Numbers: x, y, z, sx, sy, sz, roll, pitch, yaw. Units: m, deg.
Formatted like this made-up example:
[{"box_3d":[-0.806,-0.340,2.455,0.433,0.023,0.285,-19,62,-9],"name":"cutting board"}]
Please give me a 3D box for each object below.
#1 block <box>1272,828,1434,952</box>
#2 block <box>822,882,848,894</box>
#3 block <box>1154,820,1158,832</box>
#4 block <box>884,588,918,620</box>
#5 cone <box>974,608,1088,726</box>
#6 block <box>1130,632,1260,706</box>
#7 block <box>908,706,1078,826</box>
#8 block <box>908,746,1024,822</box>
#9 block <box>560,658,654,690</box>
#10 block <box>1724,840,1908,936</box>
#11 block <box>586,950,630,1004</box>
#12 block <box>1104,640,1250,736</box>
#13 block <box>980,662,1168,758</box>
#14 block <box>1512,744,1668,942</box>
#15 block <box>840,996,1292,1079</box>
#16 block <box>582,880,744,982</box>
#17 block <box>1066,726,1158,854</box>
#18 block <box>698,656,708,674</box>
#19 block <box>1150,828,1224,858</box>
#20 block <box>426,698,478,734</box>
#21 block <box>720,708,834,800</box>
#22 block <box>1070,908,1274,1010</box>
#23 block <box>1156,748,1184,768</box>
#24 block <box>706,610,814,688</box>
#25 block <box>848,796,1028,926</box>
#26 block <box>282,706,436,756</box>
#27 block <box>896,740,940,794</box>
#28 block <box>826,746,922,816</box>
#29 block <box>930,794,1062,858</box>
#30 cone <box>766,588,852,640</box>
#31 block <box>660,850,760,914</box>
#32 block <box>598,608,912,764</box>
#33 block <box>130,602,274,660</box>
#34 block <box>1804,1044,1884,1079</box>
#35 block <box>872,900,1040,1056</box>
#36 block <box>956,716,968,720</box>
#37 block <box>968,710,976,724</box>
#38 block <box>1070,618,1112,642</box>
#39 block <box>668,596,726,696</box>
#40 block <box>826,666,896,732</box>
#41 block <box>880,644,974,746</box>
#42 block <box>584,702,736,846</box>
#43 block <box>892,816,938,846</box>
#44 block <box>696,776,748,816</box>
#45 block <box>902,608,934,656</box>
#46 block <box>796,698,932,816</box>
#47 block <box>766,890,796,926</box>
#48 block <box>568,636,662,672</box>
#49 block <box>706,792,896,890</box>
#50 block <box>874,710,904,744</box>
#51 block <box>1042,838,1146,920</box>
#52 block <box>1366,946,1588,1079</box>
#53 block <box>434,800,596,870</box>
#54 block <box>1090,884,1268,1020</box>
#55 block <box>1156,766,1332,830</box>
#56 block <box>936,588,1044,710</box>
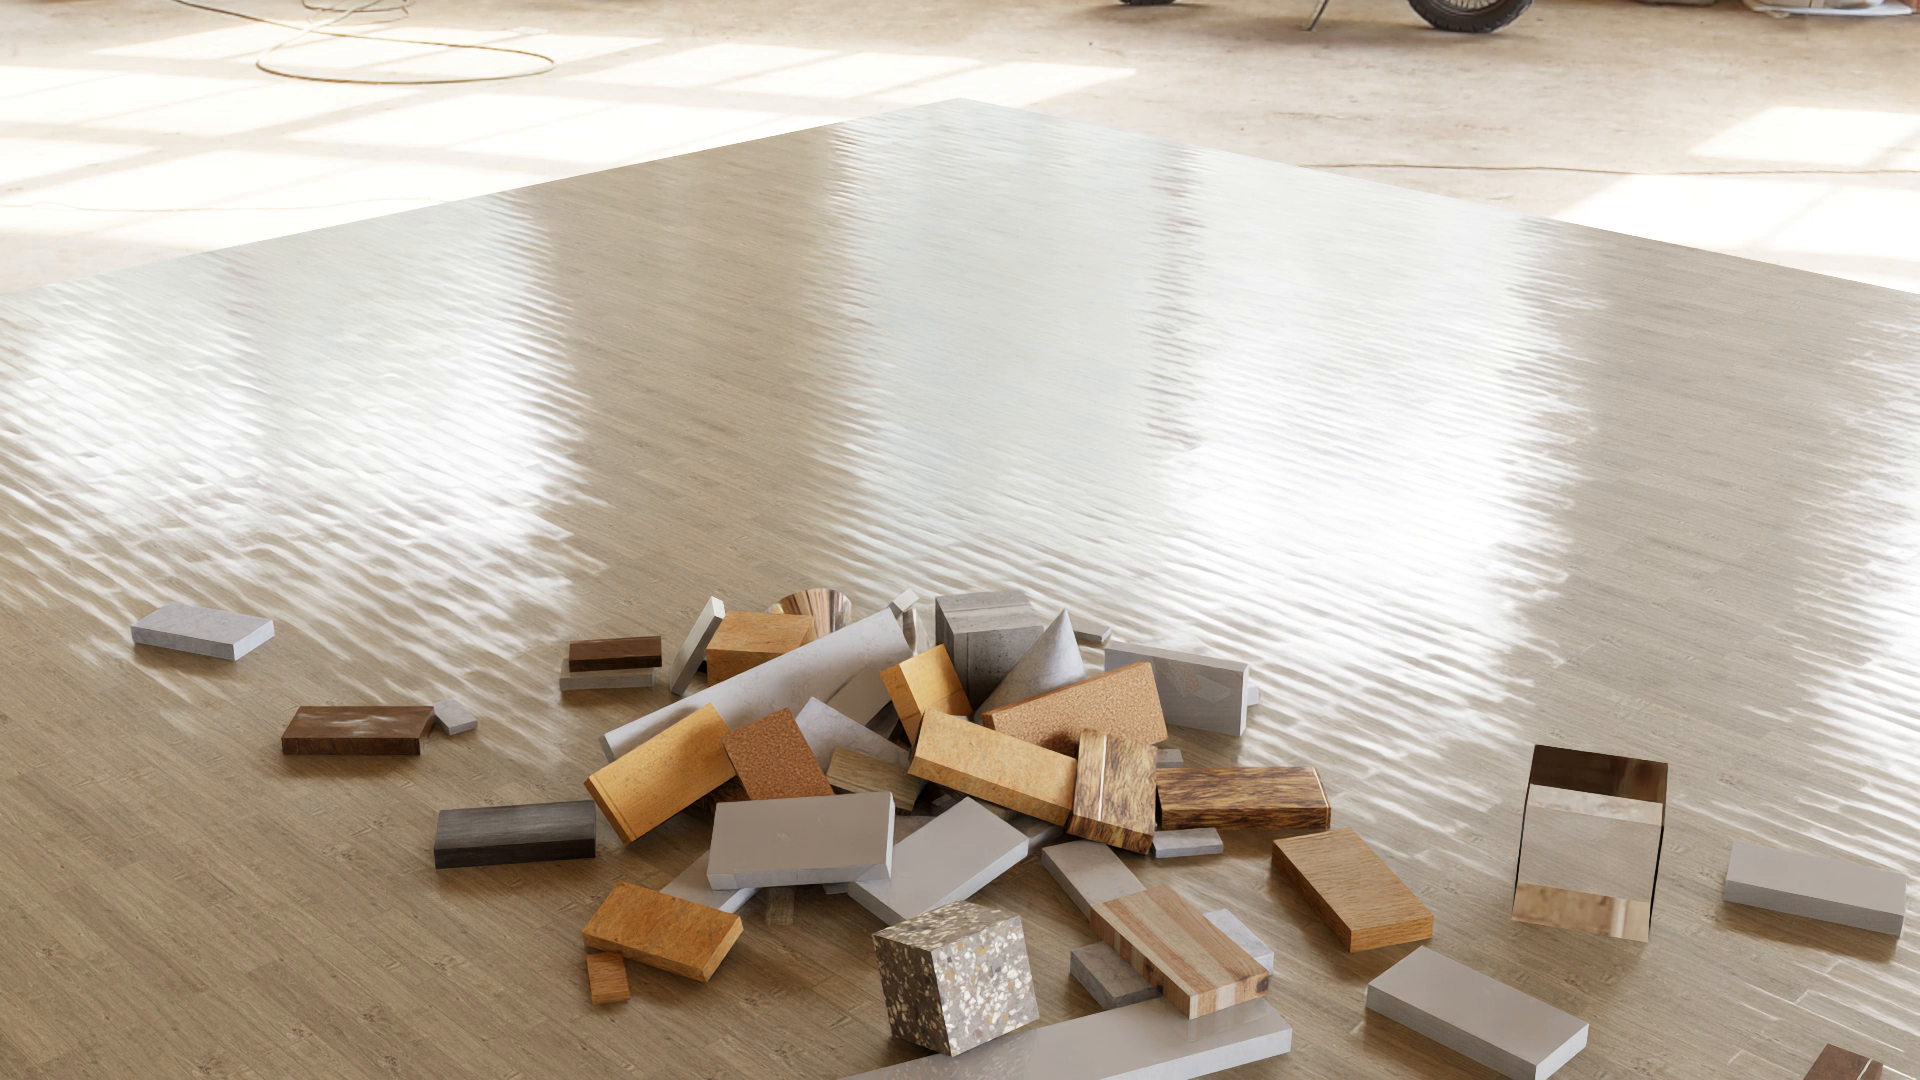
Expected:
[{"box_3d":[0.737,0.657,4.153,0.167,0.047,0.333,-7,24,-16],"name":"block"},{"box_3d":[-0.244,0.646,4.217,0.050,0.014,0.100,-4,23,-18],"name":"block"},{"box_3d":[0.321,0.565,4.404,0.135,0.019,0.067,-2,23,-6],"name":"block"},{"box_3d":[-0.166,0.179,5.120,0.033,0.117,0.234,45,10,2],"name":"block"},{"box_3d":[0.197,0.274,4.683,0.290,0.290,0.290,9,21,-4],"name":"cone"},{"box_3d":[0.529,0.301,4.994,0.156,0.044,0.312,-10,25,-22],"name":"block"},{"box_3d":[0.068,0.450,4.379,0.326,0.046,0.163,20,32,-4],"name":"block"},{"box_3d":[0.023,0.477,4.415,0.122,0.034,0.243,-22,48,-41],"name":"block"},{"box_3d":[-0.803,0.301,5.013,0.208,0.029,0.104,-2,23,-5],"name":"block"},{"box_3d":[1.617,0.656,4.157,0.312,0.044,0.156,10,25,21],"name":"block"},{"box_3d":[-0.627,0.776,3.907,0.065,0.018,0.130,-5,24,-13],"name":"block"},{"box_3d":[0.470,0.323,4.800,0.312,0.156,0.044,9,25,20],"name":"block"},{"box_3d":[0.243,0.390,4.599,0.400,0.169,0.048,-16,4,-28],"name":"block"},{"box_3d":[1.180,0.564,4.119,0.245,0.245,0.245,7,24,17],"name":"block"},{"box_3d":[0.098,0.885,3.615,0.932,0.047,0.167,-9,25,-21],"name":"block"},{"box_3d":[-0.541,0.709,3.993,0.262,0.037,0.131,11,43,25],"name":"block"},{"box_3d":[0.308,0.500,4.415,0.163,0.046,0.326,15,27,-2],"name":"block"},{"box_3d":[-0.521,0.252,5.125,0.117,0.033,0.234,16,28,33],"name":"block"},{"box_3d":[0.444,0.596,4.332,0.135,0.019,0.067,-3,23,-8],"name":"block"},{"box_3d":[-1.115,0.387,4.826,0.065,0.018,0.130,-15,27,-31],"name":"block"},{"box_3d":[-0.350,0.468,4.316,0.148,0.042,0.297,-23,45,-11],"name":"block"},{"box_3d":[0.378,0.754,3.925,0.323,0.046,0.162,-10,25,-23],"name":"block"},{"box_3d":[0.410,0.464,4.647,0.115,0.016,0.058,-1,23,-2],"name":"block"},{"box_3d":[-0.434,0.290,4.827,0.195,0.195,0.195,3,23,8],"name":"block"},{"box_3d":[-0.040,0.617,4.161,0.162,0.046,0.323,31,44,33],"name":"block"},{"box_3d":[-1.294,0.410,4.741,0.292,0.041,0.146,0,23,0],"name":"block"},{"box_3d":[-0.166,0.467,4.612,0.132,0.037,0.264,-13,26,-28],"name":"block"},{"box_3d":[-0.174,0.483,4.385,0.184,0.026,0.092,19,50,0],"name":"block"},{"box_3d":[0.073,0.557,4.403,0.243,0.034,0.122,19,29,37],"name":"block"},{"box_3d":[-0.321,0.272,4.987,0.231,0.231,0.231,-9,51,-19],"name":"cone"},{"box_3d":[-0.467,0.658,4.162,0.131,0.037,0.262,11,26,25],"name":"block"},{"box_3d":[-0.408,0.342,4.598,0.717,0.153,0.043,-23,-5,-32],"name":"block"},{"box_3d":[-1.792,0.214,5.203,0.292,0.041,0.146,8,24,19],"name":"block"},{"box_3d":[1.410,0.913,3.576,0.092,0.026,0.282,17,28,34],"name":"block"},{"box_3d":[-0.008,0.738,3.725,0.183,0.183,0.183,-16,9,-33],"name":"block"},{"box_3d":[0.002,0.423,4.442,0.050,0.014,0.191,6,35,-13],"name":"block"},{"box_3d":[0.015,0.429,4.707,0.114,0.032,0.228,18,29,37],"name":"block"},{"box_3d":[0.296,0.215,5.234,0.115,0.016,0.058,11,25,24],"name":"block"},{"box_3d":[-0.593,0.238,4.951,0.029,0.208,0.104,26,16,-20],"name":"block"},{"box_3d":[-0.222,0.362,4.587,0.114,0.032,0.228,21,49,33],"name":"block"},{"box_3d":[-0.067,0.322,4.631,0.046,0.163,0.326,-25,-2,16],"name":"block"},{"box_3d":[-0.583,0.468,4.403,0.306,0.153,0.043,-31,-6,-32],"name":"block"},{"box_3d":[-0.176,0.591,4.289,0.297,0.042,0.148,2,22,-4],"name":"block"},{"box_3d":[-0.514,0.490,4.552,0.370,0.041,0.146,21,31,40],"name":"block"},{"box_3d":[-0.092,0.262,4.992,0.032,0.114,0.262,-22,22,7],"name":"block"},{"box_3d":[-0.213,0.451,4.445,0.297,0.042,0.148,29,50,9],"name":"block"},{"box_3d":[-0.336,0.688,4.121,0.050,0.014,0.100,0,23,0],"name":"block"},{"box_3d":[-0.788,0.260,5.034,0.208,0.029,0.104,-3,23,-7],"name":"block"},{"box_3d":[-0.297,0.566,4.141,0.338,0.048,0.169,-5,44,7],"name":"block"},{"box_3d":[-0.224,0.447,4.539,0.131,0.037,0.300,8,43,22],"name":"block"},{"box_3d":[0.261,0.648,4.189,0.121,0.034,0.243,-9,25,-20],"name":"block"},{"box_3d":[0.886,0.816,3.778,0.333,0.047,0.167,21,31,40],"name":"block"},{"box_3d":[-0.875,0.580,4.339,0.306,0.043,0.153,-3,23,-7],"name":"block"},{"box_3d":[0.383,0.722,3.881,0.162,0.046,0.323,-12,25,-26],"name":"block"},{"box_3d":[0.569,0.524,4.465,0.338,0.048,0.169,-1,23,-2],"name":"block"},{"box_3d":[0.064,0.249,4.917,0.201,0.201,0.201,-5,23,-11],"name":"block"}]
